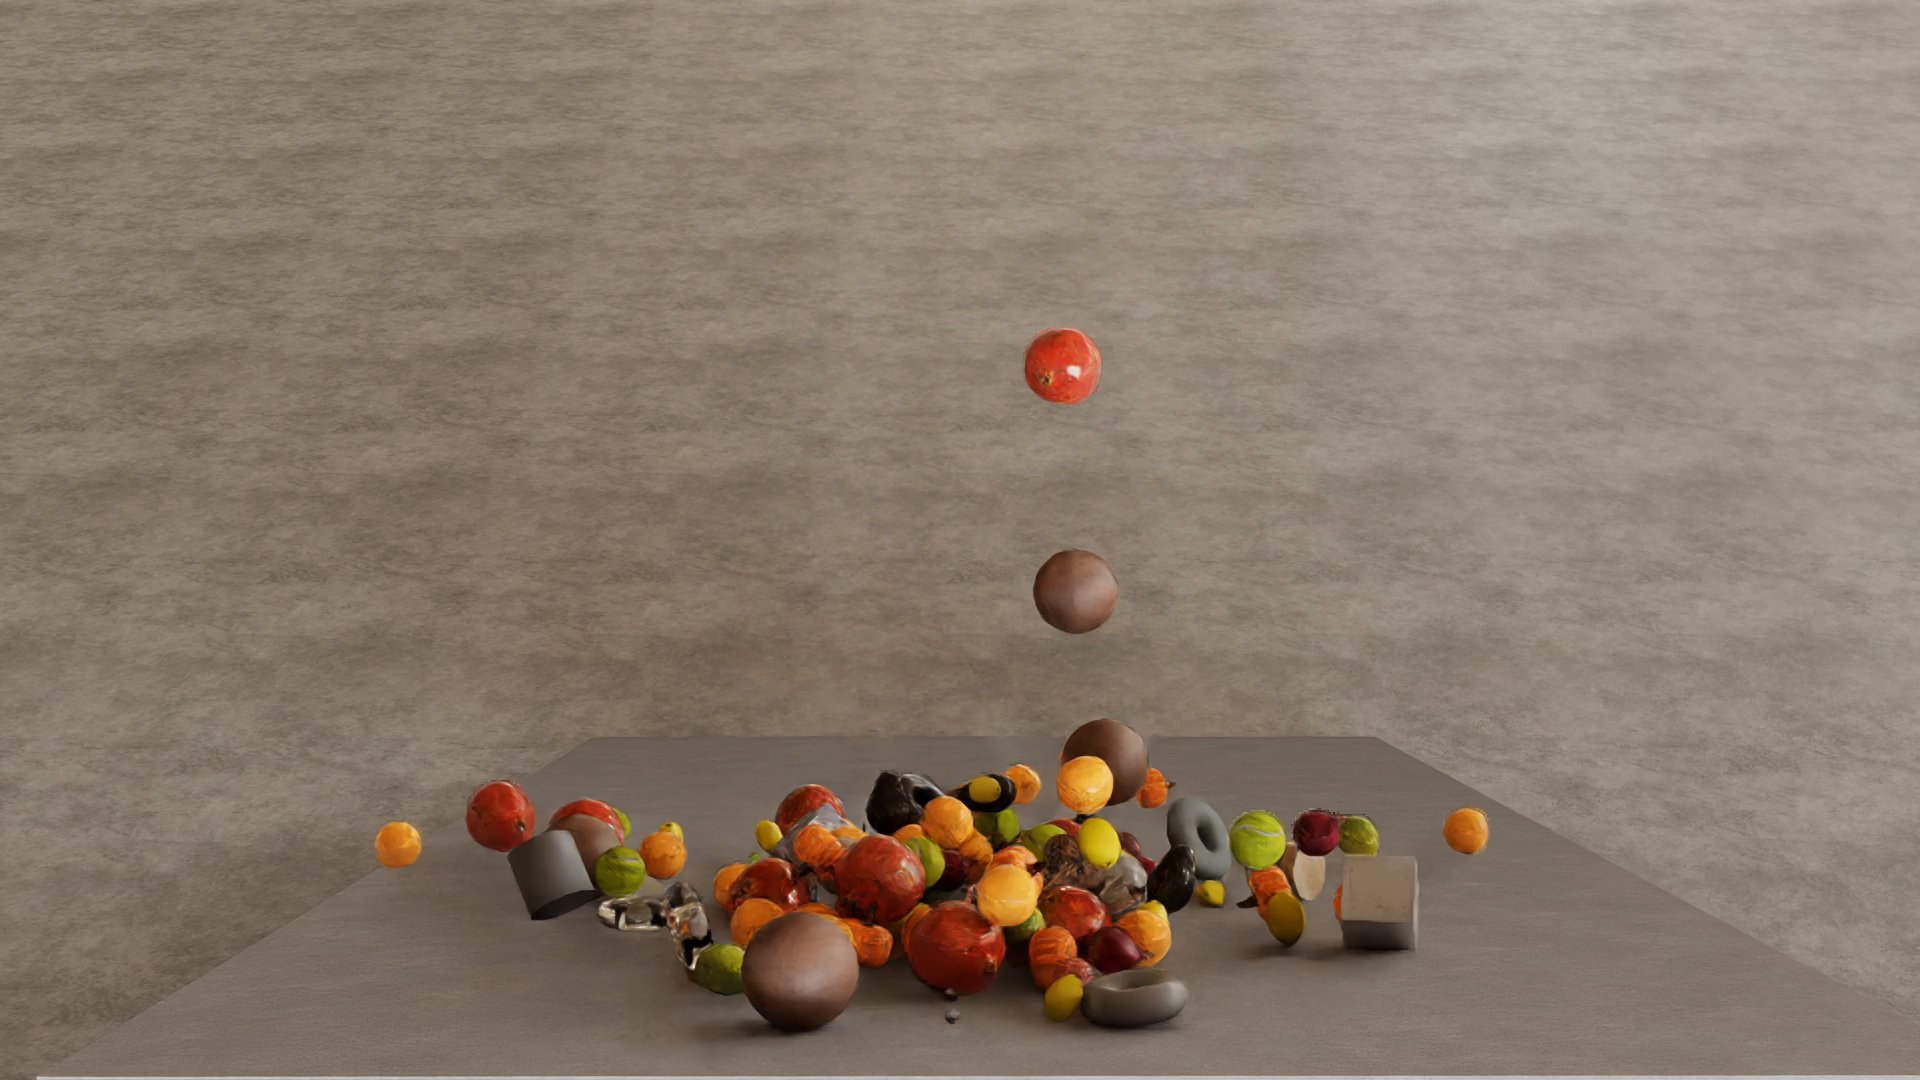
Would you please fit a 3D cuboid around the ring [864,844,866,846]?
[{"bbox_3d":[-0.185,0.453,3.790,0.116,0.039,0.116,28,24,-14],"label":"ring"}]

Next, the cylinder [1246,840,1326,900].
[{"bbox_3d":[0.480,0.486,3.811,0.084,0.084,0.084,-1,21,41],"label":"cylinder"}]

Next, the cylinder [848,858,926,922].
[{"bbox_3d":[-0.103,0.493,3.637,0.080,0.080,0.080,18,10,30],"label":"cylinder"}]

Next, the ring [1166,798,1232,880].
[{"bbox_3d":[0.371,0.464,4.006,0.046,0.139,0.139,-30,14,30],"label":"ring"}]

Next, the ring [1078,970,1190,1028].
[{"bbox_3d":[0.195,0.514,2.899,0.126,0.042,0.126,-8,5,1],"label":"ring"}]

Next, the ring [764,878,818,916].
[{"bbox_3d":[-0.241,0.510,3.693,0.077,0.026,0.077,-4,25,2],"label":"ring"}]

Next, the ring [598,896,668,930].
[{"bbox_3d":[-0.445,0.516,3.572,0.111,0.037,0.111,1,0,0],"label":"ring"}]

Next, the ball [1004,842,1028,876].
[{"bbox_3d":[0.095,0.502,4.075,0.053,0.053,0.053,0,28,0],"label":"ball"}]

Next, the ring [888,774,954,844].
[{"bbox_3d":[-0.059,0.409,3.936,0.119,0.040,0.119,34,32,-24],"label":"ring"}]

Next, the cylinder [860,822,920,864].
[{"bbox_3d":[-0.113,0.490,4.109,0.077,0.077,0.077,9,24,-21],"label":"cylinder"}]

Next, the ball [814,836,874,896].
[{"bbox_3d":[-0.153,0.429,3.399,0.078,0.078,0.078,0,28,0],"label":"ball"}]

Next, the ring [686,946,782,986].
[{"bbox_3d":[-0.276,0.518,3.146,0.117,0.039,0.117,-3,-2,0],"label":"ring"}]

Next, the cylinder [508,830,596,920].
[{"bbox_3d":[-0.545,0.447,3.445,0.090,0.090,0.090,-16,69,-27],"label":"cylinder"}]

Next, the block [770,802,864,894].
[{"bbox_3d":[-0.200,0.431,3.617,0.078,0.078,0.078,-34,11,48],"label":"block"}]

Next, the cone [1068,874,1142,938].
[{"bbox_3d":[0.185,0.507,3.466,0.090,0.090,0.090,-19,32,-9],"label":"cone"}]

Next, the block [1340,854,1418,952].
[{"bbox_3d":[0.545,0.471,3.356,0.092,0.092,0.092,1,58,13],"label":"block"}]

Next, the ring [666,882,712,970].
[{"bbox_3d":[-0.323,0.460,3.075,0.036,0.108,0.108,-14,31,-16],"label":"ring"}]

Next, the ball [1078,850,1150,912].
[{"bbox_3d":[0.214,0.483,3.604,0.100,0.100,0.100,0,28,0],"label":"ball"}]

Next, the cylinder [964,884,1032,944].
[{"bbox_3d":[0.051,0.496,3.423,0.077,0.077,0.077,0,28,10],"label":"cylinder"}]

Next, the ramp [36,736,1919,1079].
[{"bbox_3d":[0.064,0.573,4.616,2.000,0.100,4.000,0,1,0],"label":"ramp"}]

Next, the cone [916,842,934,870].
[{"bbox_3d":[-0.062,0.509,4.168,0.083,0.083,0.083,-12,32,-21],"label":"cone"}]
